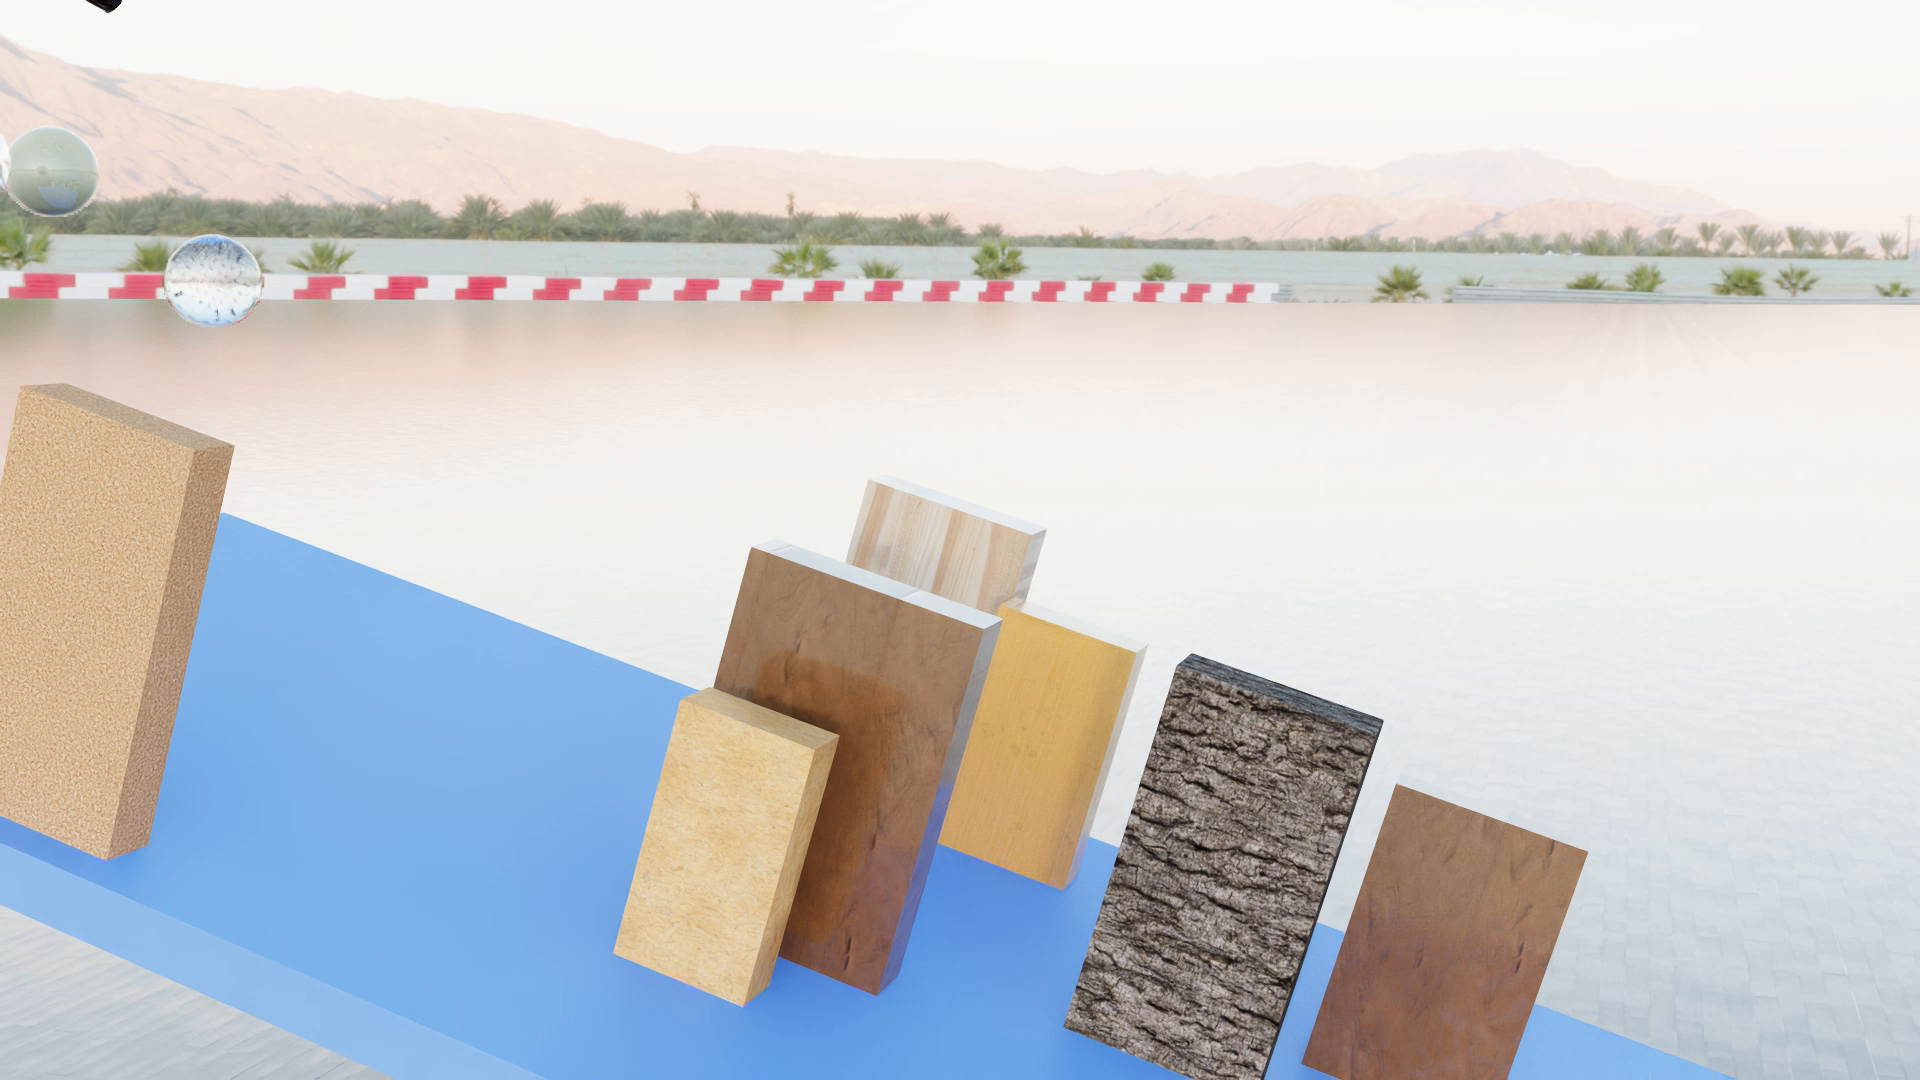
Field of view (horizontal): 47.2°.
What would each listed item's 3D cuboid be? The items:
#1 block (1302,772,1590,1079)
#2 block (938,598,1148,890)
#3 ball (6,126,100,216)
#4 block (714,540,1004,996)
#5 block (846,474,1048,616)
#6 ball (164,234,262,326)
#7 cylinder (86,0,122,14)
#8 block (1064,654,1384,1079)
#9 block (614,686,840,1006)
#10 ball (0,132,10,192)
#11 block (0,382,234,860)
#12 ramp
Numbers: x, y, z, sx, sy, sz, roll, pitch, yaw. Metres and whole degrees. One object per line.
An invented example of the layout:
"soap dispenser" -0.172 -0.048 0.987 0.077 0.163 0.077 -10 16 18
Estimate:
"block" 0.894 0.764 4.067 0.356 0.572 0.090 19 12 14
"block" 0.169 0.435 4.716 0.308 0.543 0.118 19 12 14
"ball" -1.985 -0.807 4.808 0.194 0.194 0.194 0 7 0
"block" -0.239 0.402 3.927 0.445 0.694 0.119 19 12 14
"block" -0.097 0.240 4.939 0.391 0.679 0.131 19 12 14
"ball" -1.600 -0.556 4.712 0.196 0.196 0.196 0 7 0
"cylinder" -1.790 -1.195 4.529 0.155 0.155 0.155 31 -14 -38
"block" 0.468 0.600 3.932 0.361 0.704 0.139 19 12 14
"block" -0.397 0.518 3.731 0.248 0.468 0.118 19 12 14
"ball" -1.978 -0.750 4.327 0.202 0.202 0.202 0 7 0
"block" -1.423 0.131 3.577 0.334 0.700 0.105 19 12 14
"ramp" -0.372 0.721 4.236 4.000 0.100 2.000 19 12 14
